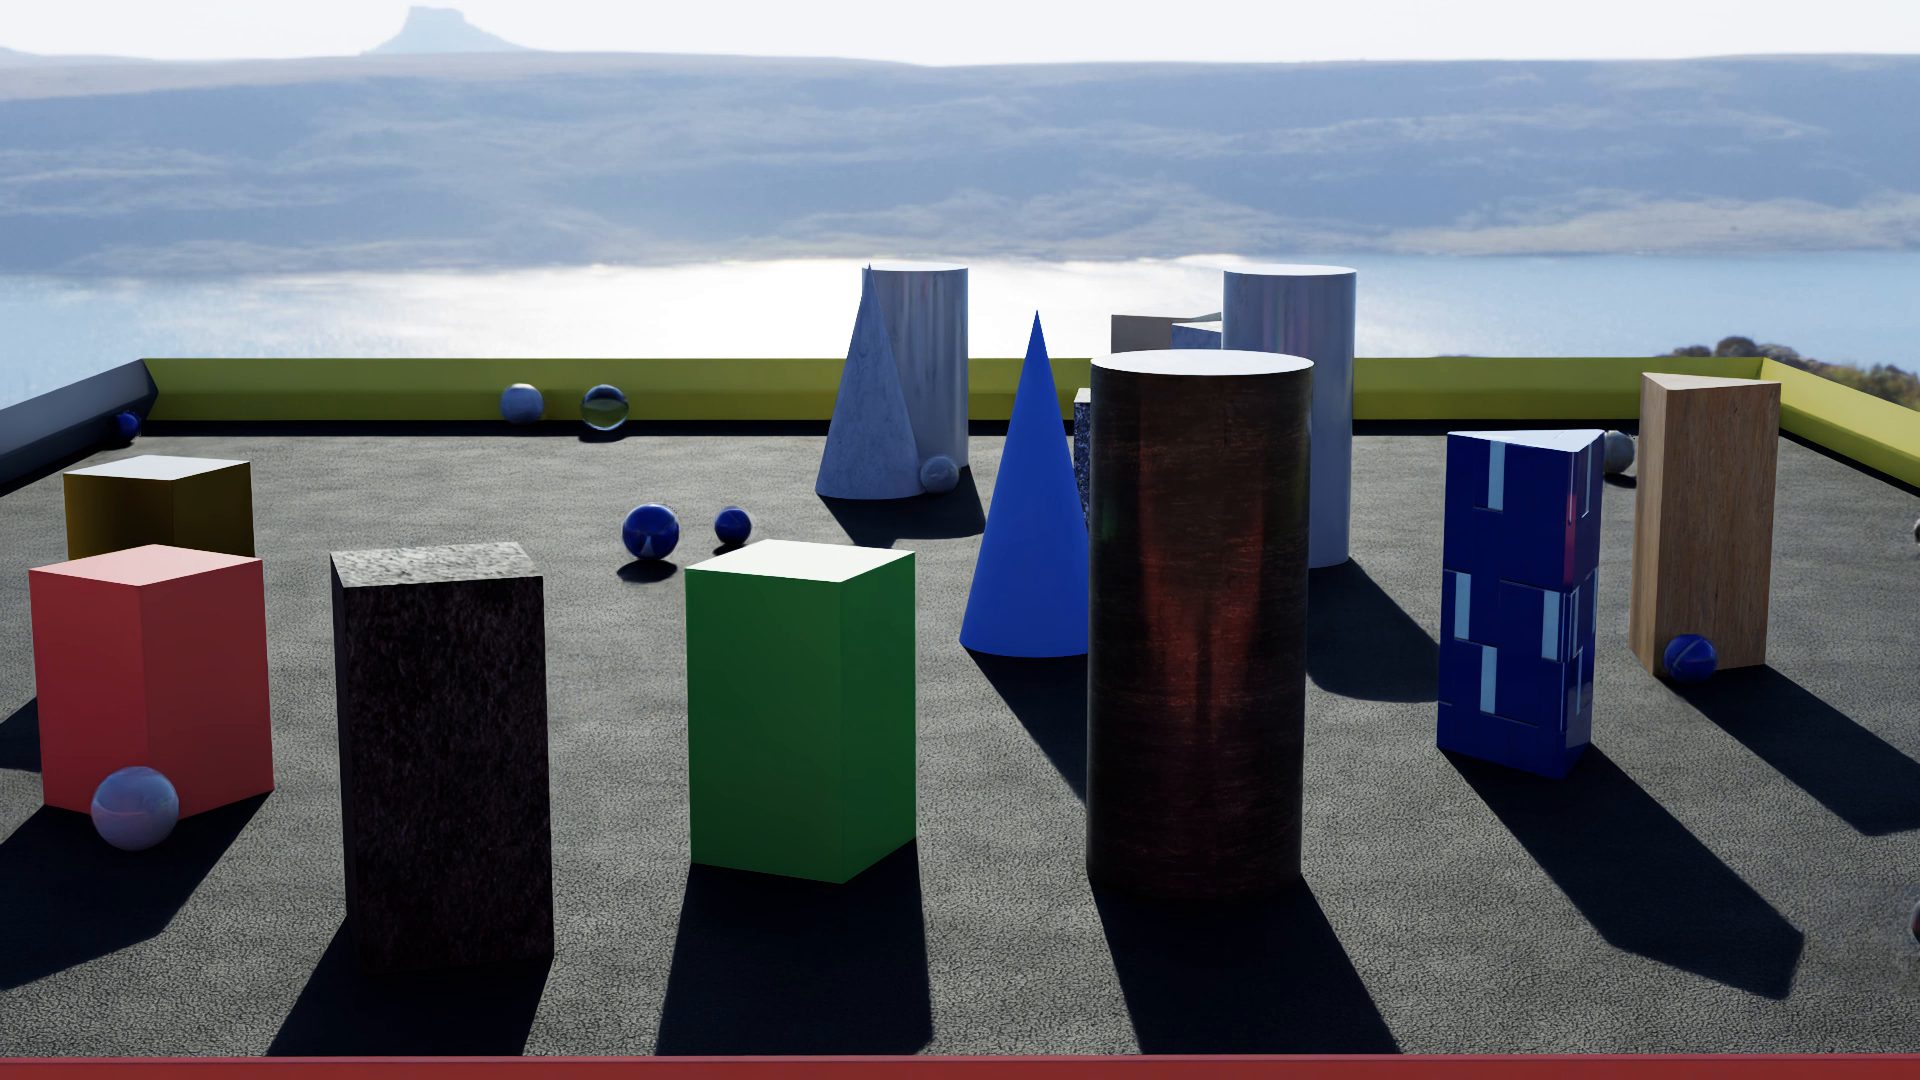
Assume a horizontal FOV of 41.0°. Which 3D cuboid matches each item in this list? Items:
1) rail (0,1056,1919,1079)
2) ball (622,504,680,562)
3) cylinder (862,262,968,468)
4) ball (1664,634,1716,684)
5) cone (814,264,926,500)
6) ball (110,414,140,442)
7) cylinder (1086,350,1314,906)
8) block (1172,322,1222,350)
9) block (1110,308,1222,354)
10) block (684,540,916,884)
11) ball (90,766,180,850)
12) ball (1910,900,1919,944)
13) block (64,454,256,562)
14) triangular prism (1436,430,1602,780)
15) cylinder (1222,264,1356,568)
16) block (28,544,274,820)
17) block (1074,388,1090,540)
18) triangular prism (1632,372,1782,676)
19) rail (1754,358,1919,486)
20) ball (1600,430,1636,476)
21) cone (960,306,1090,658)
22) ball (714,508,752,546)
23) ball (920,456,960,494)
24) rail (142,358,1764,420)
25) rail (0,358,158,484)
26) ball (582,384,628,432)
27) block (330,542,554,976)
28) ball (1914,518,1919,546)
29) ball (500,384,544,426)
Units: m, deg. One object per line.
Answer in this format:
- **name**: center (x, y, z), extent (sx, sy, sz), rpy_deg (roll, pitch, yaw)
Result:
- **rail**: center (0.011, 0.375, 1.602), extent (3.360, 0.127, 0.045), rpy_deg (0, 11, 0)
- **ball**: center (-0.459, -0.011, 3.806), extent (0.086, 0.086, 0.086), rpy_deg (0, 11, 0)
- **cylinder**: center (-0.082, -0.320, 4.712), extent (0.196, 0.363, 0.196), rpy_deg (0, 11, 0)
- **ball**: center (0.868, 0.141, 3.053), extent (0.060, 0.060, 0.060), rpy_deg (0, 11, 0)
- **cone**: center (-0.154, -0.281, 4.412), extent (0.196, 0.395, 0.196), rpy_deg (0, 11, 0)
- **ball**: center (-1.632, -0.220, 5.011), extent (0.056, 0.056, 0.056), rpy_deg (0, 11, 0)
- **cylinder**: center (0.213, 0.073, 2.305), extent (0.196, 0.468, 0.196), rpy_deg (0, 11, 0)
- **block**: center (0.460, -0.208, 4.280), extent (0.157, 0.299, 0.157), rpy_deg (-6, 12, -28)
- **block**: center (0.380, -0.279, 4.716), extent (0.157, 0.279, 0.157), rpy_deg (5, 12, 27)
- **block**: center (-0.145, 0.155, 2.386), extent (0.157, 0.277, 0.157), rpy_deg (5, 11, 24)
- **ball**: center (-0.773, 0.252, 2.406), extent (0.079, 0.079, 0.079), rpy_deg (0, 11, 0)
- **ball**: center (0.816, 0.316, 2.120), extent (0.056, 0.056, 0.056), rpy_deg (0, 11, 0)
- **block**: center (-0.985, 0.028, 3.174), extent (0.157, 0.239, 0.157), rpy_deg (4, 11, 20)
- **triangular prism**: center (0.626, 0.059, 2.726), extent (0.147, 0.342, 0.170), rpy_deg (-8, 13, -36)
- **cylinder**: center (0.484, -0.186, 3.810), extent (0.196, 0.429, 0.196), rpy_deg (0, 11, 0)
- **block**: center (-0.806, 0.141, 2.563), extent (0.157, 0.239, 0.157), rpy_deg (6, 12, 31)
- **block**: center (0.245, -0.079, 3.691), extent (0.157, 0.260, 0.157), rpy_deg (1, 11, 5)
- **triangular prism**: center (0.884, -0.025, 3.161), extent (0.170, 0.348, 0.147), rpy_deg (-5, 12, -25)
- **rail**: center (1.656, 0.031, 3.458), extent (0.045, 0.127, 3.803), rpy_deg (0, 11, 0)
- **ball**: center (1.171, -0.156, 4.606), extent (0.079, 0.079, 0.079), rpy_deg (0, 11, 0)
- **cone**: center (0.096, -0.082, 3.250), extent (0.196, 0.428, 0.196), rpy_deg (0, 11, 0)
- **ball**: center (-0.348, -0.020, 3.932), extent (0.057, 0.057, 0.057), rpy_deg (0, 11, 0)
- **ball**: center (-0.035, -0.111, 4.395), extent (0.067, 0.067, 0.067), rpy_deg (0, 11, 0)
- **rail**: center (-0.011, -0.310, 5.295), extent (3.360, 0.127, 0.045), rpy_deg (0, 11, 0)
- **rail**: center (-1.656, 0.034, 3.440), extent (0.045, 0.127, 3.803), rpy_deg (0, 11, 0)
- **ball**: center (-0.714, -0.266, 5.157), extent (0.094, 0.094, 0.094), rpy_deg (0, 11, 0)
- **block**: center (-0.434, 0.177, 2.146), extent (0.157, 0.321, 0.157), rpy_deg (-3, 11, -17)
- **ball**: center (1.469, -0.011, 3.858), extent (0.066, 0.066, 0.066), rpy_deg (0, 11, 0)
- **ball**: center (-0.892, -0.275, 5.226), extent (0.087, 0.087, 0.087), rpy_deg (0, 11, 0)
